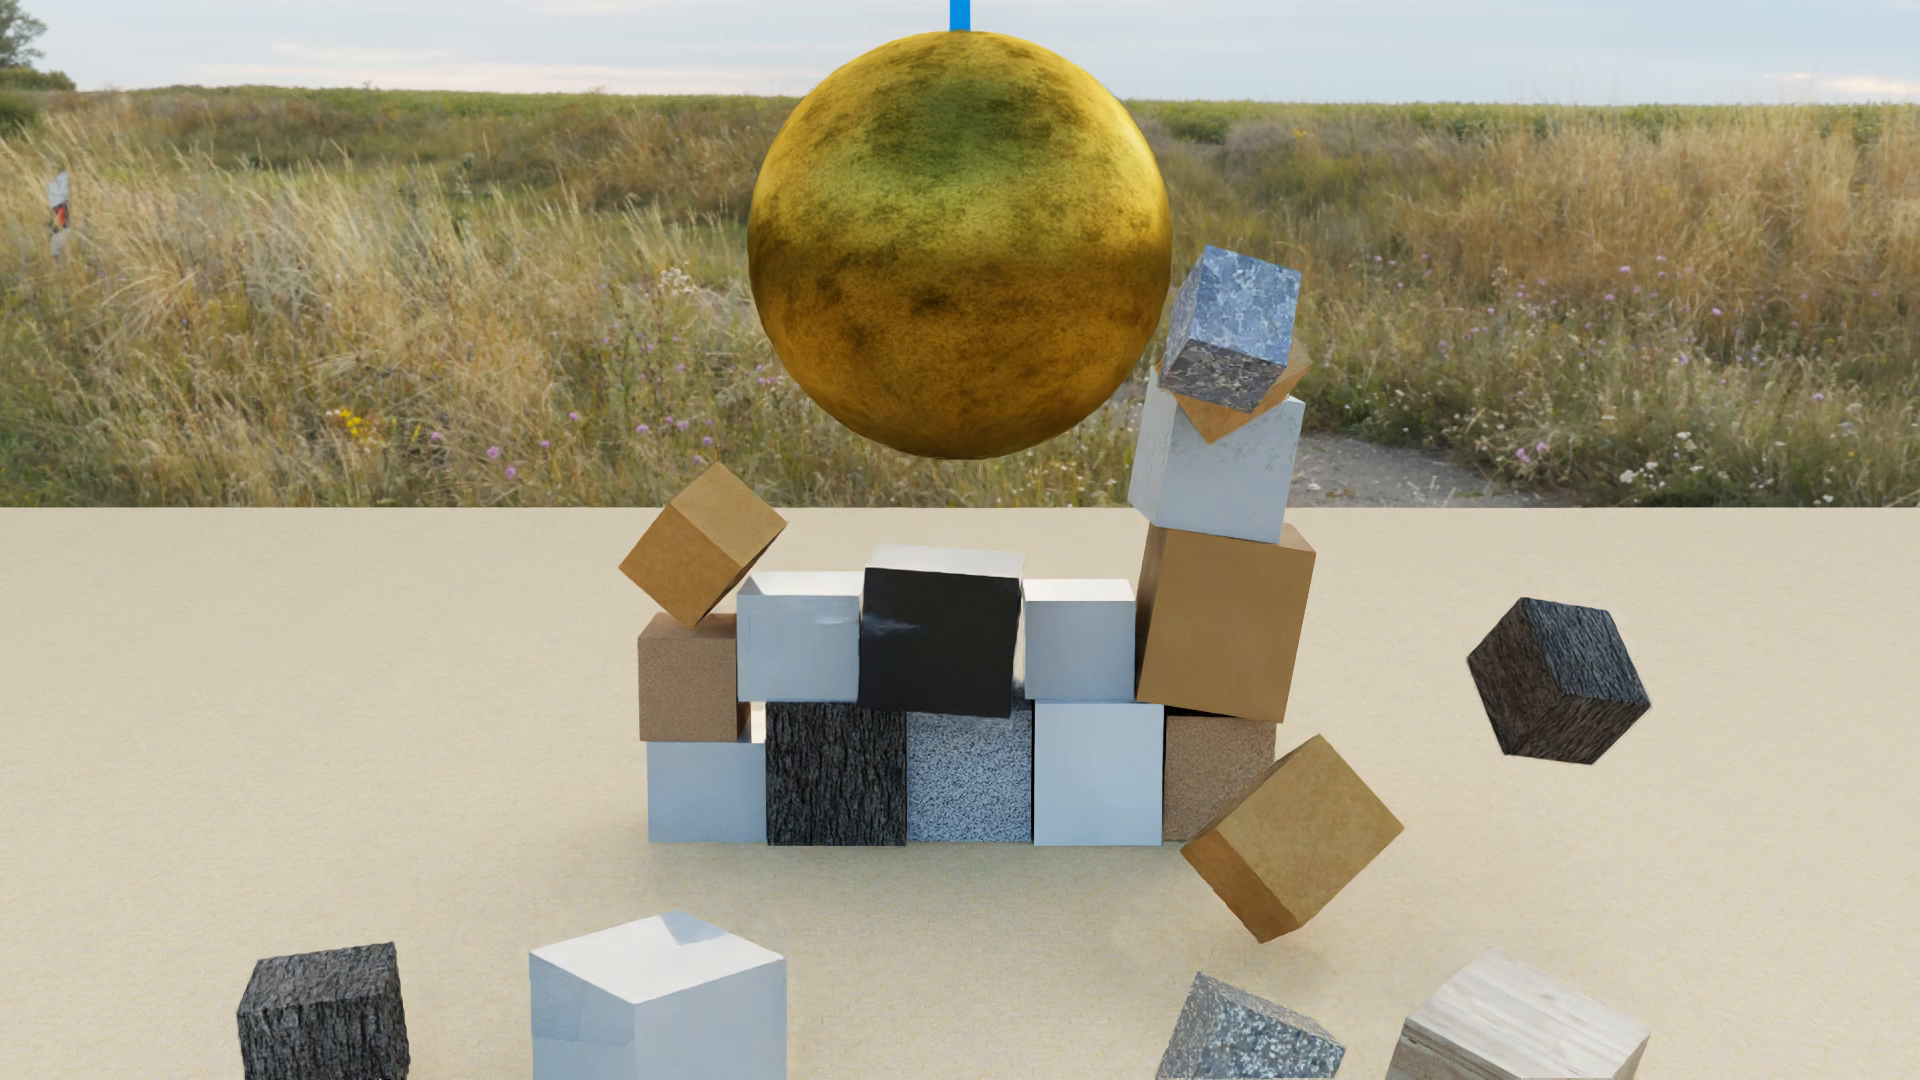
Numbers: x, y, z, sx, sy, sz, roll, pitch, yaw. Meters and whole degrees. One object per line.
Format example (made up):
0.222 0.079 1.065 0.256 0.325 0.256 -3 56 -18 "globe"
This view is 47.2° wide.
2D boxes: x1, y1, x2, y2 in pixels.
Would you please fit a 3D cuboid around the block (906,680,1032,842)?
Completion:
0.047 1.136 11.394 0.627 0.687 0.617 0 10 0 "block"

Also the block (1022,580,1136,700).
0.602 0.502 11.278 0.549 0.506 0.547 0 10 0 "block"

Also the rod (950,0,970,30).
0.000 -4.367 9.213 0.080 5.200 0.080 0 -16 0 "rod"

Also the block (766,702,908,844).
-0.620 1.116 11.383 0.697 0.723 0.735 0 10 0 "block"

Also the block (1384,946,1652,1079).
1.742 1.840 7.102 0.587 0.671 0.690 25 23 28 "block"

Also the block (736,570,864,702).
-0.795 0.489 11.290 0.613 0.546 0.650 0 10 2 "block"

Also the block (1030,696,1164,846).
0.695 1.117 11.364 0.641 0.736 0.694 0 10 0 "block"

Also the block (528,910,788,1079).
-1.102 1.795 8.044 0.655 0.589 0.681 -9 14 -42 "block"

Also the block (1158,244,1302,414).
1.220 -0.951 9.967 0.451 0.494 0.493 15 -24 -6 "block"

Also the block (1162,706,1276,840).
1.309 1.152 11.397 0.552 0.645 0.615 1 10 0 "block"

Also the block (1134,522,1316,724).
1.313 0.356 11.260 0.741 0.880 0.825 9 10 -2 "block"

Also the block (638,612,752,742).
-1.357 0.700 11.306 0.491 0.535 0.587 1 11 2 "block"

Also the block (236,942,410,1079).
-2.323 1.827 8.068 0.501 0.482 0.527 -6 11 -8 "block"

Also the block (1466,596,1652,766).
3.072 0.730 11.320 0.569 0.524 0.618 9 46 -23 "block"

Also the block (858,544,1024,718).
-0.086 0.448 11.115 0.755 0.706 0.699 4 10 3 "block"

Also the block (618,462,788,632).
-1.306 0.027 11.225 0.485 0.511 0.570 42 31 -1 "block"

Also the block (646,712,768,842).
-1.278 1.220 11.400 0.597 0.521 0.621 0 10 0 "block"

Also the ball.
0.000 -1.099 8.274 1.600 1.600 1.600 0 10 0 "ball"

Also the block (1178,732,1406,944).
1.437 1.307 9.581 0.639 0.543 0.596 -39 -7 -18 "block"

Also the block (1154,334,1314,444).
1.300 -0.829 10.465 0.464 0.456 0.453 -30 -11 -20 "block"

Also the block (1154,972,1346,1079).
0.910 1.778 7.173 0.423 0.533 0.469 23 -2 -3 "block"

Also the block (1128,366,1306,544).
1.280 -0.438 11.103 0.632 0.707 0.725 8 10 -8 "block"
